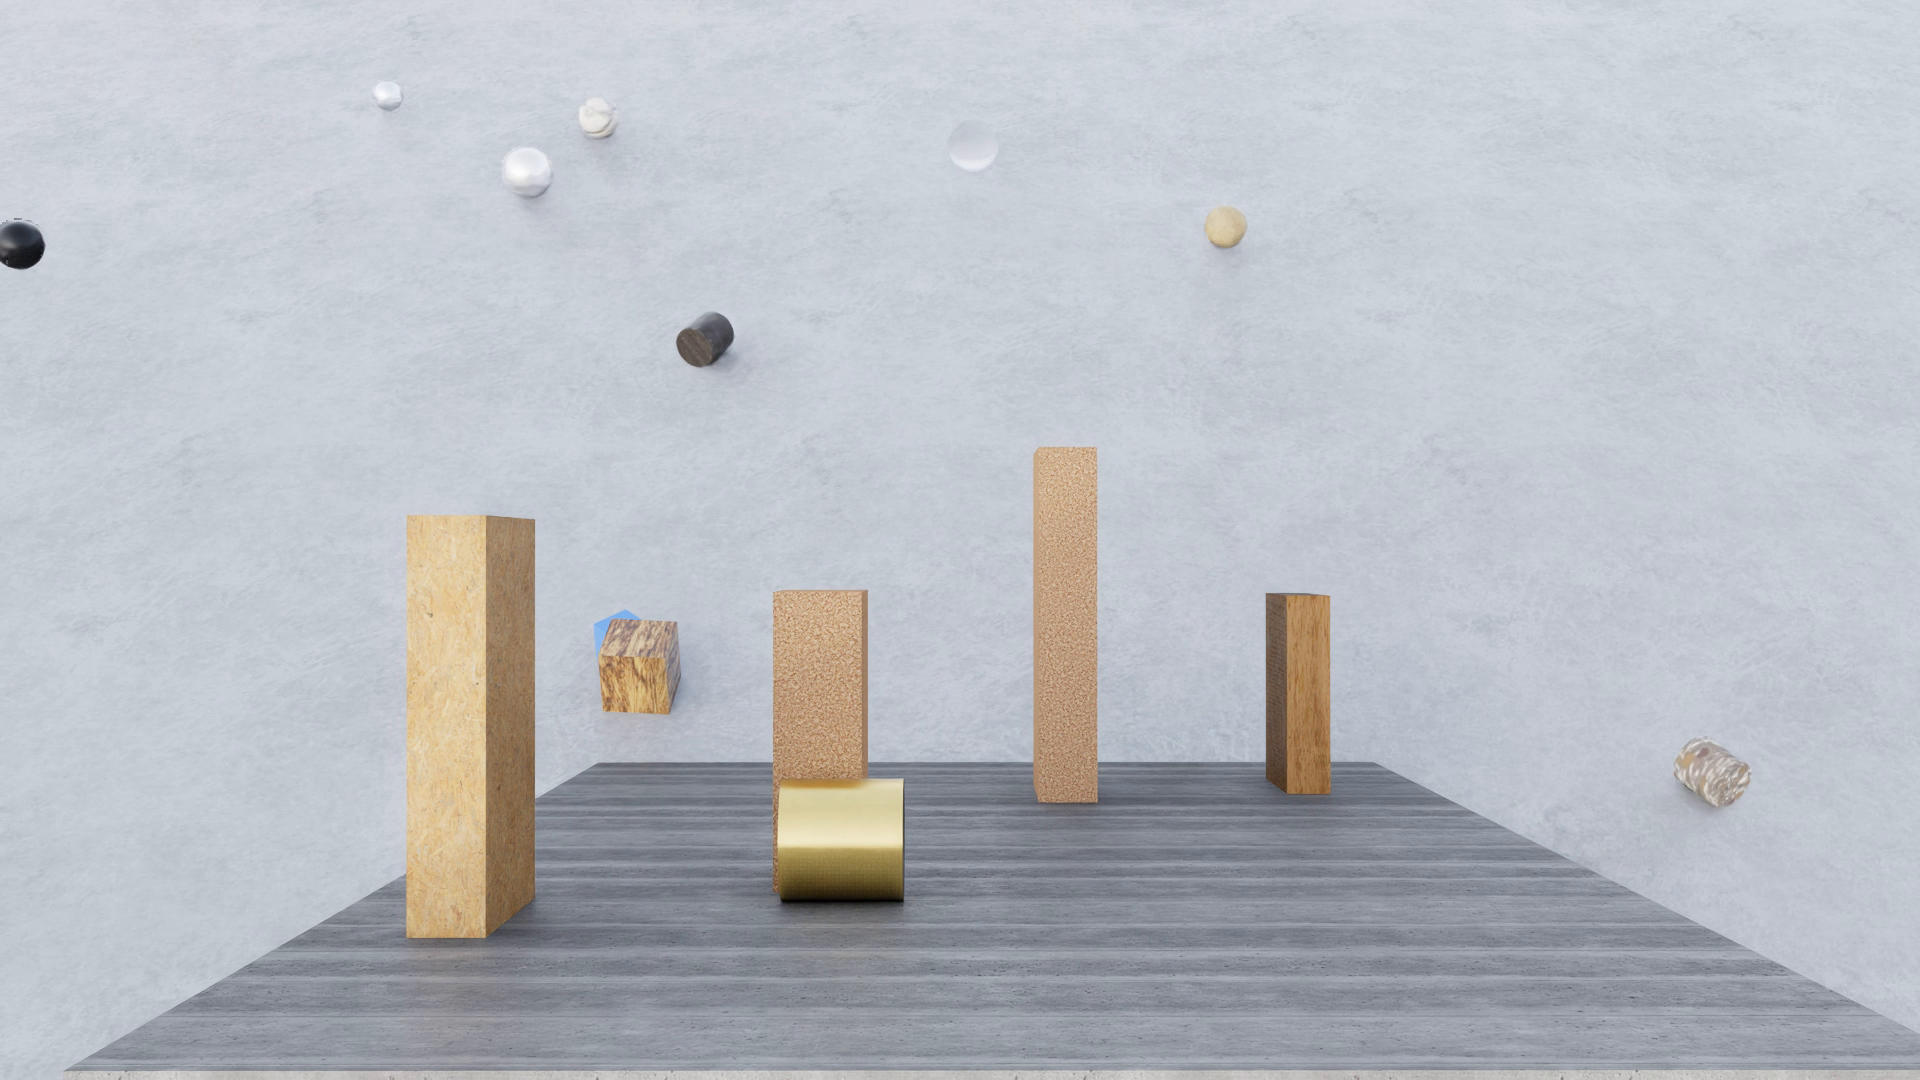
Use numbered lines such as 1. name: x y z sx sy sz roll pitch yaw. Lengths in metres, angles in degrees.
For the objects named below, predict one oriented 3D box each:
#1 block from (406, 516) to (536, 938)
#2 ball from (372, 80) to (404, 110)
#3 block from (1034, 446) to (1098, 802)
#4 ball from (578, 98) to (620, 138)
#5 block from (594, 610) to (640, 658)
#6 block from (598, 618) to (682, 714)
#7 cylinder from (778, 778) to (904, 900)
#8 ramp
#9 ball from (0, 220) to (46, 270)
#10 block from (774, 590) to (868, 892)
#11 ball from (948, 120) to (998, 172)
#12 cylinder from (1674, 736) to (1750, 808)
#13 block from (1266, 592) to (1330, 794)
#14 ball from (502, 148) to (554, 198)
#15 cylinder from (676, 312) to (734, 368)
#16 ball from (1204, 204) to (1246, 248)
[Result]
1. block: -0.718 0.262 3.830 0.111 0.590 0.422 0 0 0
2. ball: -2.380 -1.849 10.774 0.124 0.124 0.124 0 31 0
3. block: 0.234 0.184 5.806 0.126 0.768 0.423 0 0 0
4. ball: -1.465 -1.715 10.512 0.164 0.164 0.164 0 31 0
5. block: -0.940 0.283 7.225 0.112 0.112 0.112 -26 40 -36
6. block: -0.871 0.344 7.055 0.182 0.182 0.182 3 31 4
7. cylinder: -0.181 0.463 4.010 0.189 0.189 0.189 0 31 0
8. ramp: 0.069 0.612 4.683 2.000 0.100 4.000 0 0 0
9. ball: -3.425 -1.073 9.427 0.178 0.178 0.178 0 31 0
10. block: -0.226 0.321 4.245 0.141 0.476 0.280 0 0 0
11. ball: 0.051 -1.551 10.206 0.198 0.198 0.198 0 31 0
12. cylinder: 1.939 0.598 6.676 0.137 0.137 0.137 -17 35 -25
13. block: 0.780 0.347 5.991 0.097 0.443 0.400 0 0 0
14. ball: -1.667 -1.416 9.983 0.195 0.195 0.195 0 31 0
15. cylinder: -0.865 -0.682 8.808 0.144 0.144 0.144 15 34 23
16. ball: 0.985 -1.163 9.598 0.157 0.157 0.157 0 31 0
